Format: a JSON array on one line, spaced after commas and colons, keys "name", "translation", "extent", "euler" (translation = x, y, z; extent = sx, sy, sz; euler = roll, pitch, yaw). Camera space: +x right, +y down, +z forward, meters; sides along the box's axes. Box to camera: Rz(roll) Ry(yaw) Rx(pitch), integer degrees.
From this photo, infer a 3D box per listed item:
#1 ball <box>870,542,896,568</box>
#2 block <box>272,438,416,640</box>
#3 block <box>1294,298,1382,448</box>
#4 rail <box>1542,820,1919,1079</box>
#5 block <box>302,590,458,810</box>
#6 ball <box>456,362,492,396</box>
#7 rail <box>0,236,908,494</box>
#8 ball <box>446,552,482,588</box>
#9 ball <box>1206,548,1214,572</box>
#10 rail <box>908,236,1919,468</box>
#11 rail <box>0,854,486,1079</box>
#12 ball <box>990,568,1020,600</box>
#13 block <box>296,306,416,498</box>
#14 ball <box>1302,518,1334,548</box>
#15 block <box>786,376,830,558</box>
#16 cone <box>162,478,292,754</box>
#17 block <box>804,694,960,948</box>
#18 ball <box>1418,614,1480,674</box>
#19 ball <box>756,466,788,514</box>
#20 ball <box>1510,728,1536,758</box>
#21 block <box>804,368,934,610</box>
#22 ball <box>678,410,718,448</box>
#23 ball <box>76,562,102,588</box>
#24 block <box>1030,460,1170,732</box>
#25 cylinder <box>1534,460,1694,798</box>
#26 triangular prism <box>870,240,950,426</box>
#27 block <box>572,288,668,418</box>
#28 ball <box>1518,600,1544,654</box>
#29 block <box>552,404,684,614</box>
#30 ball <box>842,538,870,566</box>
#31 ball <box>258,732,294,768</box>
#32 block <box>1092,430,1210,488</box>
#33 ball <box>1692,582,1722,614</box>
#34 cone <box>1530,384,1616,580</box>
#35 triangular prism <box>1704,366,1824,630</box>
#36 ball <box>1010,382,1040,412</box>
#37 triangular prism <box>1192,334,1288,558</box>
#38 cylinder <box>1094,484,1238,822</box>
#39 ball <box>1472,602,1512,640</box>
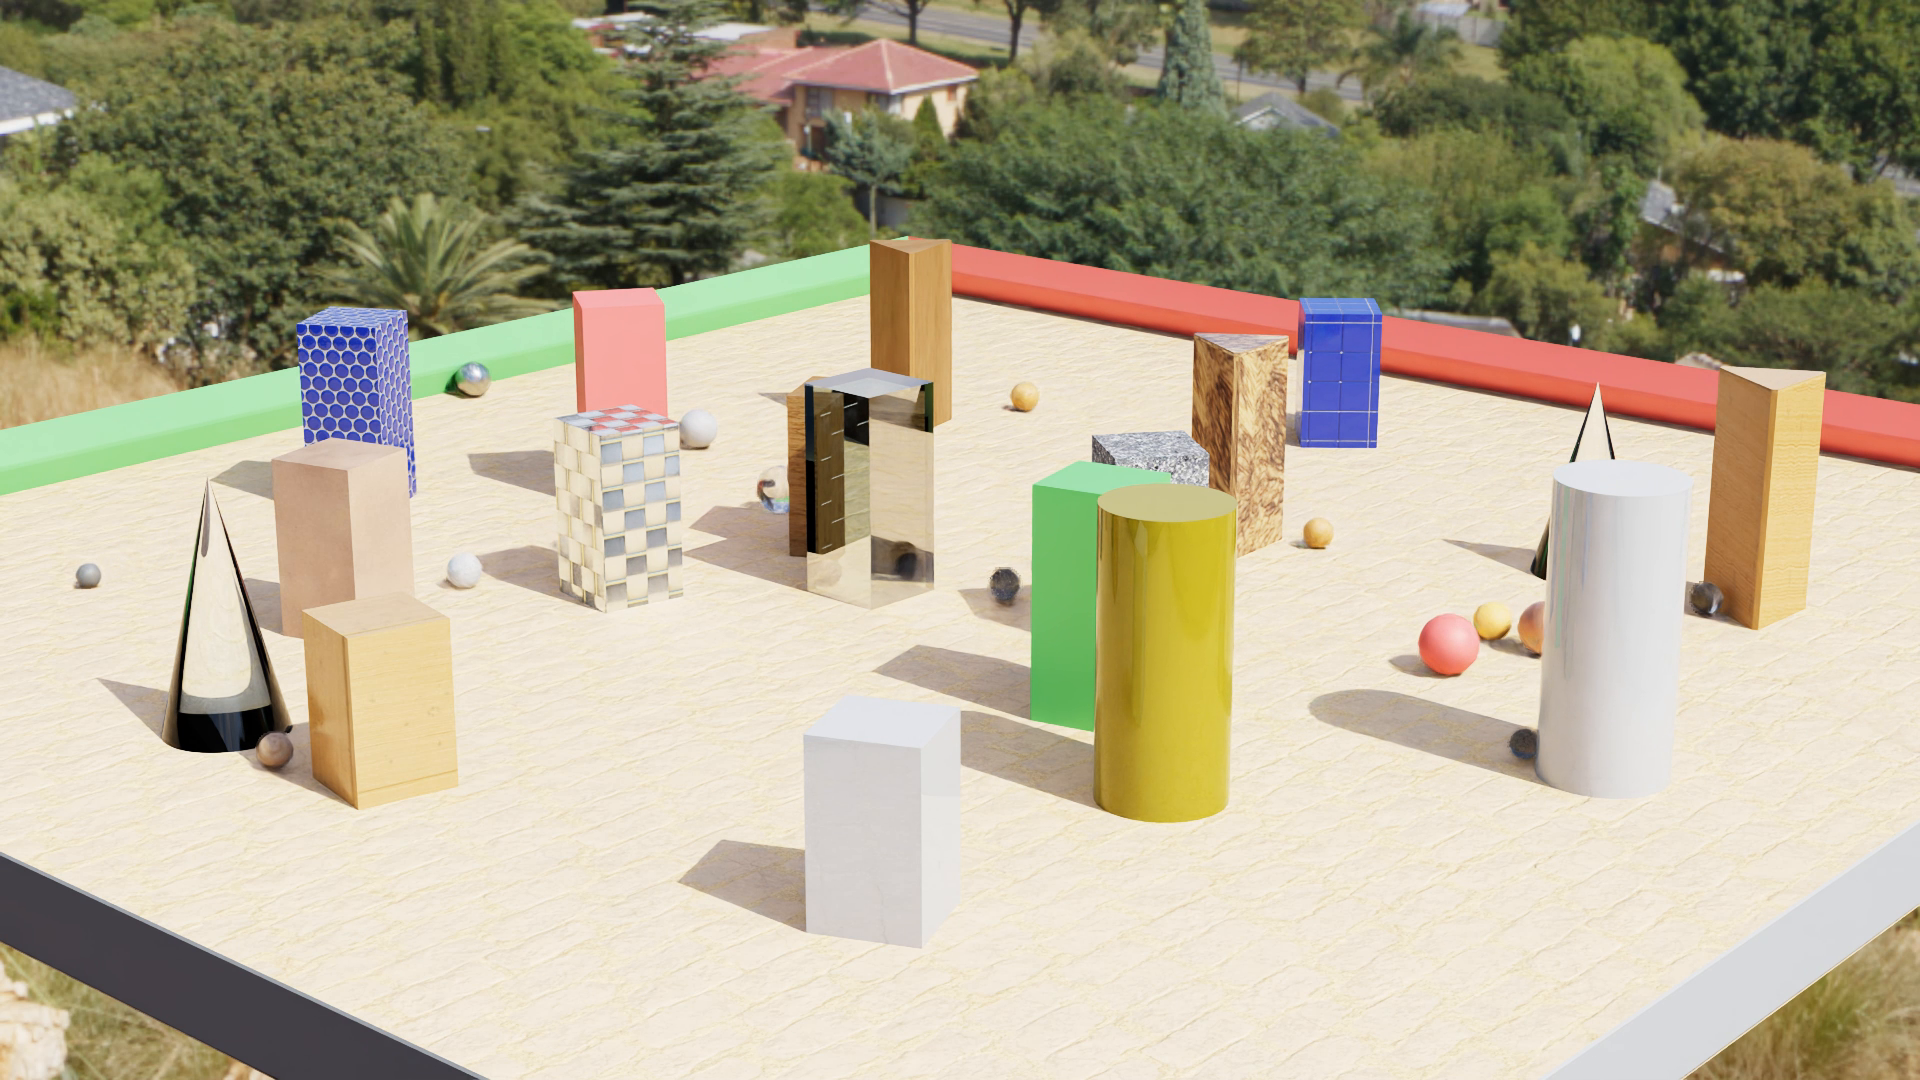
[{"name": "ball", "translation": [-0.140, 0.027, 5.280], "extent": [0.047, 0.047, 0.047], "euler": [0, 17, 0]}, {"name": "block", "translation": [-1.030, 0.004, 4.907], "extent": [0.157, 0.307, 0.157], "euler": [8, 19, 25]}, {"name": "block", "translation": [0.788, -0.349, 6.119], "extent": [0.157, 0.283, 0.157], "euler": [0, 17, 2]}, {"name": "rail", "translation": [1.365, 0.374, 3.985], "extent": [0.045, 0.128, 3.805], "euler": [14, 22, 39]}, {"name": "block", "translation": [-0.838, 0.230, 4.242], "extent": [0.157, 0.258, 0.157], "euler": [-12, 20, -34]}, {"name": "ball", "translation": [-1.078, -0.356, 6.497], "extent": [0.078, 0.078, 0.078], "euler": [0, 17, 0]}, {"name": "rail", "translation": [-1.365, -0.310, 6.255], "extent": [0.045, 0.128, 3.805], "euler": [14, 22, 39]}, {"name": "ball", "translation": [-0.873, 0.053, 5.165], "extent": [0.063, 0.063, 0.063], "euler": [0, 17, 0]}, {"name": "ball", "translation": [0.423, 0.034, 5.235], "extent": [0.060, 0.060, 0.060], "euler": [0, 17, 0]}, {"name": "rail", "translation": [1.232, -0.377, 6.478], "extent": [3.662, 0.128, 0.045], "euler": [14, 22, 39]}, {"name": "rail", "translation": [-1.232, 0.441, 3.762], "extent": [3.662, 0.128, 0.045], "euler": [14, 22, 39]}, {"name": "ball", "translation": [0.077, 0.077, 5.104], "extent": [0.053, 0.053, 0.053], "euler": [0, 17, 0]}, {"name": "block", "translation": [-1.158, -0.249, 5.639], "extent": [0.157, 0.368, 0.157], "euler": [3, 17, 11]}, {"name": "ball", "translation": [0.660, -0.013, 5.396], "extent": [0.057, 0.057, 0.057], "euler": [0, 17, 0]}, {"name": "block", "translation": [-0.216, -0.131, 5.365], "extent": [0.157, 0.301, 0.157], "euler": [4, 17, 14]}, {"name": "cone", "translation": [-1.121, 0.097, 4.427], "extent": [0.197, 0.405, 0.197], "euler": [0, 17, 0]}, {"name": "block", "translation": [-0.099, 0.361, 3.782], "extent": [0.157, 0.272, 0.157], "euler": [5, 18, 17]}, {"name": "ball", "translation": [0.788, 0.168, 4.724], "extent": [0.098, 0.098, 0.098], "euler": [0, 17, 0]}, {"name": "ball", "translation": [-0.343, -0.097, 5.611], "extent": [0.093, 0.093, 0.093], "euler": [0, 17, 0]}, {"name": "ball", "translation": [0.841, 0.303, 4.366], "extent": [0.045, 0.045, 0.045], "euler": [0, 17, 0]}, {"name": "block", "translation": [-0.157, -0.091, 5.101], "extent": [0.157, 0.376, 0.157], "euler": [15, 22, 41]}, {"name": "ball", "translation": [-0.543, -0.230, 6.075], "extent": [0.081, 0.081, 0.081], "euler": [0, 17, 0]}, {"name": "ball", "translation": [-1.536, 0.062, 5.167], "extent": [0.044, 0.044, 0.044], "euler": [0, 17, 0]}, {"name": "block", "translation": [0.215, 0.088, 4.502], "extent": [0.157, 0.379, 0.157], "euler": [9, 19, 27]}, {"name": "cylinder", "translation": [0.945, 0.127, 4.244], "extent": [0.197, 0.452, 0.197], "euler": [0, 17, 0]}, {"name": "triangular prism", "translation": [-0.082, -0.437, 6.225], "extent": [0.147, 0.391, 0.170], "euler": [-10, 20, -30]}, {"name": "block", "translation": [-0.658, -0.279, 5.701], "extent": [0.157, 0.390, 0.157], "euler": [-4, 17, -13]}, {"name": "ball", "translation": [0.962, 0.144, 4.817], "extent": [0.089, 0.089, 0.089], "euler": [0, 17, 0]}, {"name": "block", "translation": [-0.593, -0.056, 5.093], "extent": [0.157, 0.314, 0.157], "euler": [-12, 21, -35]}, {"name": "ball", "translation": [-0.188, 0.021, 5.291], "extent": [0.052, 0.052, 0.052], "euler": [0, 17, 0]}, {"name": "ball", "translation": [-1.011, 0.311, 4.329], "extent": [0.052, 0.052, 0.052], "euler": [0, 17, 0]}, {"name": "block", "translation": [0.312, 0.003, 4.862], "extent": [0.157, 0.334, 0.157], "euler": [-3, 17, -11]}, {"name": "ball", "translation": [1.281, 0.100, 5.028], "extent": [0.053, 0.053, 0.053], "euler": [0, 17, 0]}, {"name": "cone", "translation": [1.123, -0.111, 5.211], "extent": [0.197, 0.350, 0.197], "euler": [0, 17, 0]}, {"name": "triangular prism", "translation": [1.346, -0.080, 4.993], "extent": [0.147, 0.417, 0.170], "euler": [15, 23, 41]}, {"name": "ball", "translation": [0.141, -0.312, 6.376], "extent": [0.064, 0.064, 0.064], "euler": [0, 17, 0]}, {"name": "triangular prism", "translation": [0.488, -0.181, 5.385], "extent": [0.147, 0.386, 0.170], "euler": [13, 21, 36]}, {"name": "cylinder", "translation": [0.290, 0.159, 4.159], "extent": [0.197, 0.442, 0.197], "euler": [0, 17, 0]}, {"name": "ball", "translation": [0.888, 0.135, 4.891], "extent": [0.064, 0.064, 0.064], "euler": [0, 17, 0]}]
